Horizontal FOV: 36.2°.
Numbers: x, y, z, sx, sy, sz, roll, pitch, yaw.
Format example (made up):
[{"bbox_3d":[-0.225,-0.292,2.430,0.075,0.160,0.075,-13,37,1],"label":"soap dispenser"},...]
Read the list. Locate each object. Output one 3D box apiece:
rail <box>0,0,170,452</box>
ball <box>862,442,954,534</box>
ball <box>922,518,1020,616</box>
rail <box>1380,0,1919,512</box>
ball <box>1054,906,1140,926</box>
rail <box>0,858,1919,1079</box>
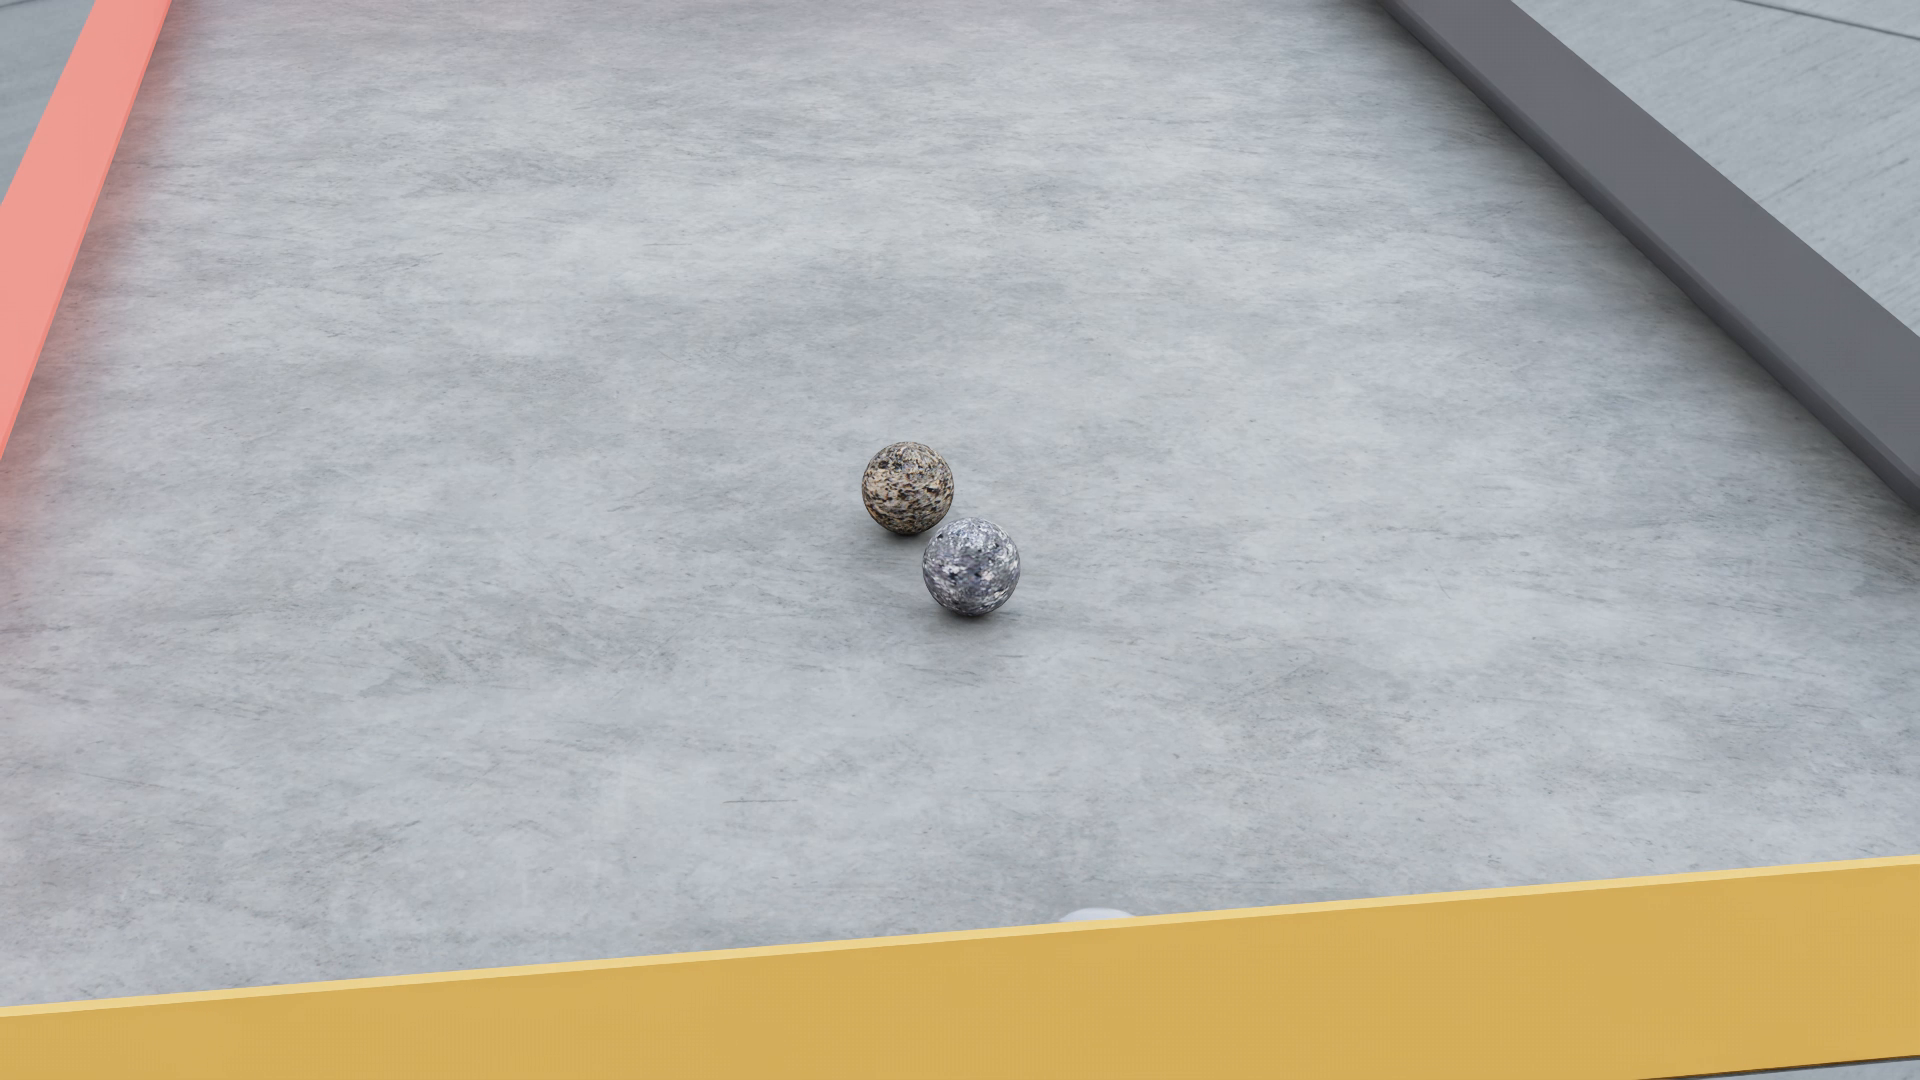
[{"bbox_3d":[-0.762,-0.251,2.469,0.045,0.121,2.512,-4,25,-8],"label":"rail"},{"bbox_3d":[-0.037,-0.037,2.082,0.066,0.066,0.066,0,25,0],"label":"ball"},{"bbox_3d":[0.008,0.018,1.966,0.066,0.066,0.066,0,25,0],"label":"ball"},{"bbox_3d":[0.580,-0.334,2.646,0.045,0.121,2.512,-4,25,-8],"label":"rail"},{"bbox_3d":[0.072,0.225,1.517,0.072,0.072,0.072,0,25,0],"label":"ball"},{"bbox_3d":[0.087,0.227,1.454,1.404,0.121,0.045,-4,25,-8],"label":"rail"}]
